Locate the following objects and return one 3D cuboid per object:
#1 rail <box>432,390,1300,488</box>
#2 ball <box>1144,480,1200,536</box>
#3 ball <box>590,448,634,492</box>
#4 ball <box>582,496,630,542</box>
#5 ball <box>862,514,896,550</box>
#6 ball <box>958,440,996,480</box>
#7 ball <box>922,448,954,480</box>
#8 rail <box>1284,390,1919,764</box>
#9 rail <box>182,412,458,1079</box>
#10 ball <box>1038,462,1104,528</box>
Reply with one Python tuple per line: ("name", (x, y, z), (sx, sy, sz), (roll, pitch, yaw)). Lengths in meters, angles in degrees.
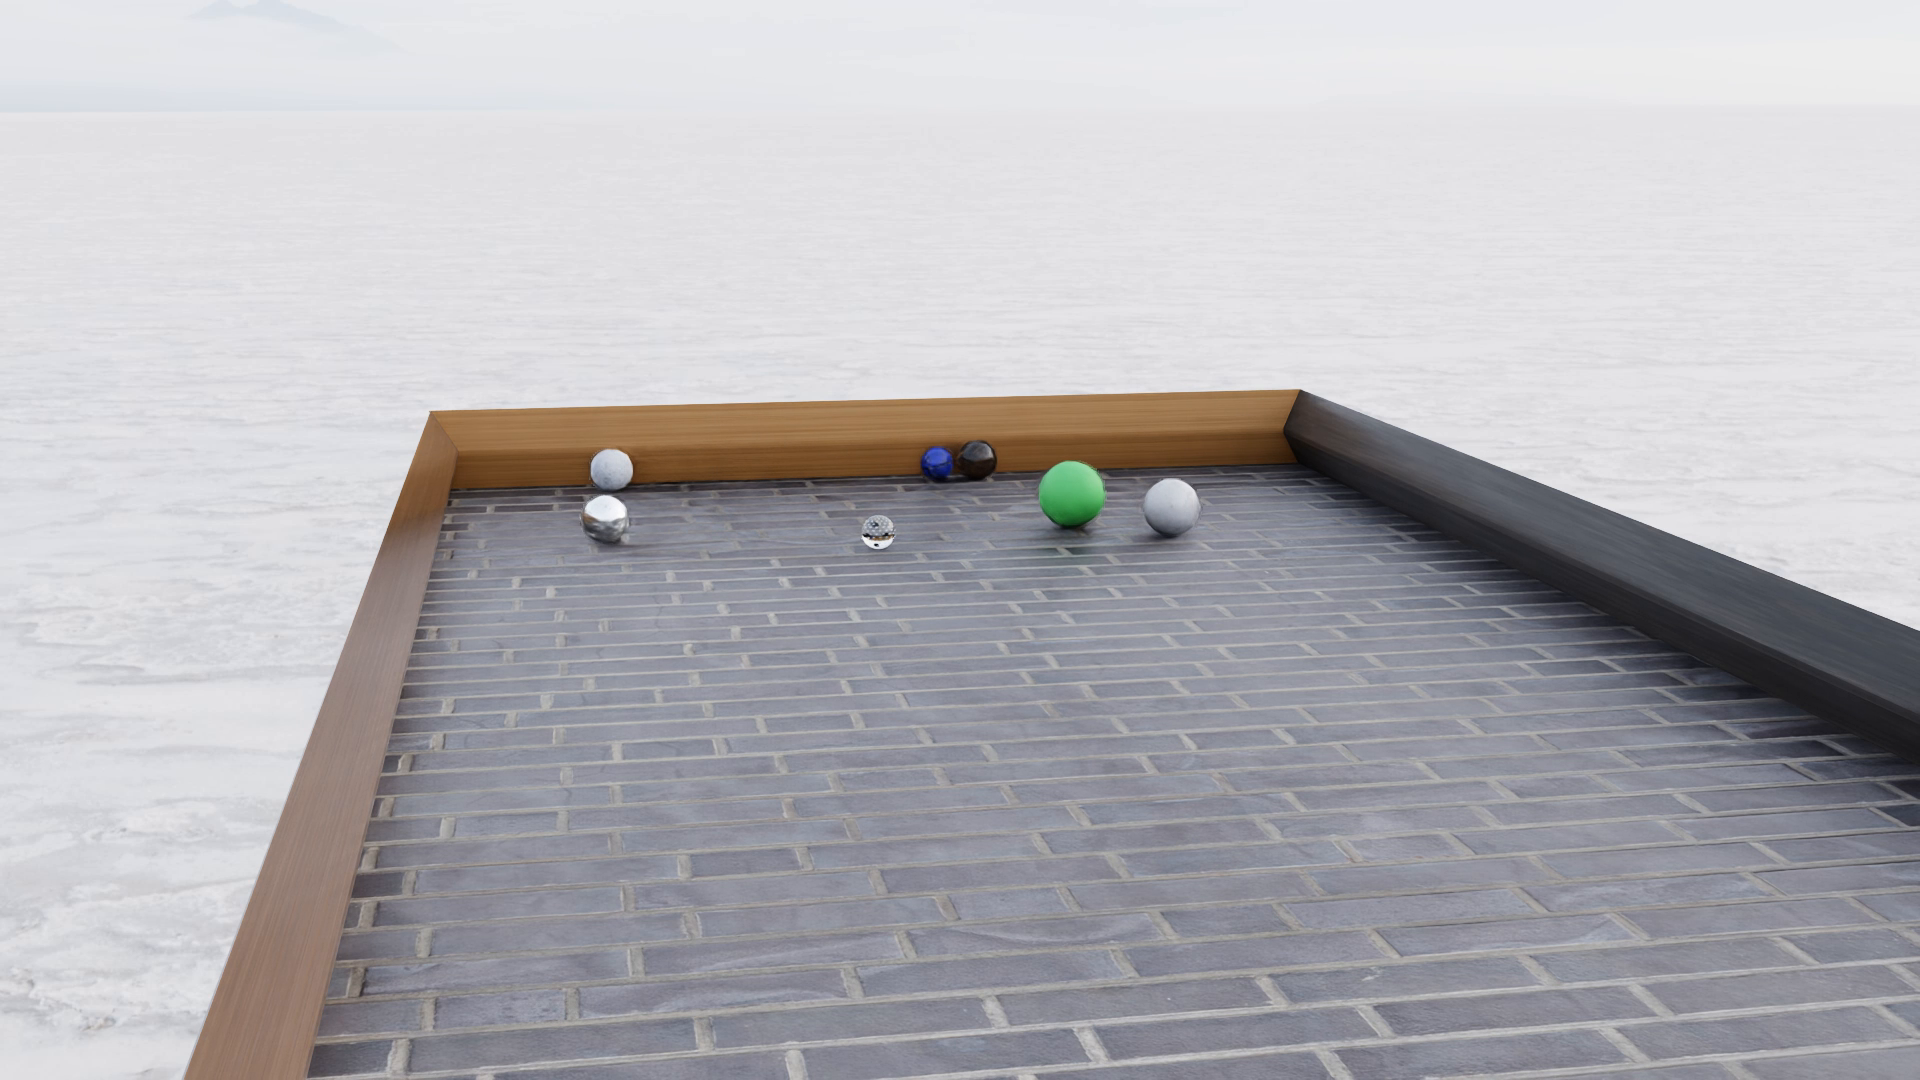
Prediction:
("rail", (-0.129, -0.169, 3.690), (1.480, 0.128, 0.045), (-2, 12, -10))
("ball", (0.309, -0.047, 3.210), (0.083, 0.083, 0.083), (0, 11, 0))
("ball", (-0.566, -0.114, 3.572), (0.069, 0.069, 0.069), (0, 11, 0))
("ball", (-0.510, -0.030, 3.160), (0.068, 0.068, 0.068), (0, 11, 0))
("ball", (-0.115, -0.011, 3.115), (0.049, 0.049, 0.049), (0, 11, 0))
("ball", (0.028, -0.135, 3.682), (0.066, 0.066, 0.066), (0, 11, 0))
("ball", (-0.038, -0.128, 3.679), (0.054, 0.054, 0.054), (0, 11, 0))
("rail", (0.838, 0.089, 2.417), (0.045, 0.128, 2.953), (-2, 12, -10))
("rail", (-0.571, 0.140, 2.163), (0.045, 0.128, 2.953), (-2, 12, -10))
("ball", (0.165, -0.068, 3.272), (0.098, 0.098, 0.098), (0, 11, 0))
